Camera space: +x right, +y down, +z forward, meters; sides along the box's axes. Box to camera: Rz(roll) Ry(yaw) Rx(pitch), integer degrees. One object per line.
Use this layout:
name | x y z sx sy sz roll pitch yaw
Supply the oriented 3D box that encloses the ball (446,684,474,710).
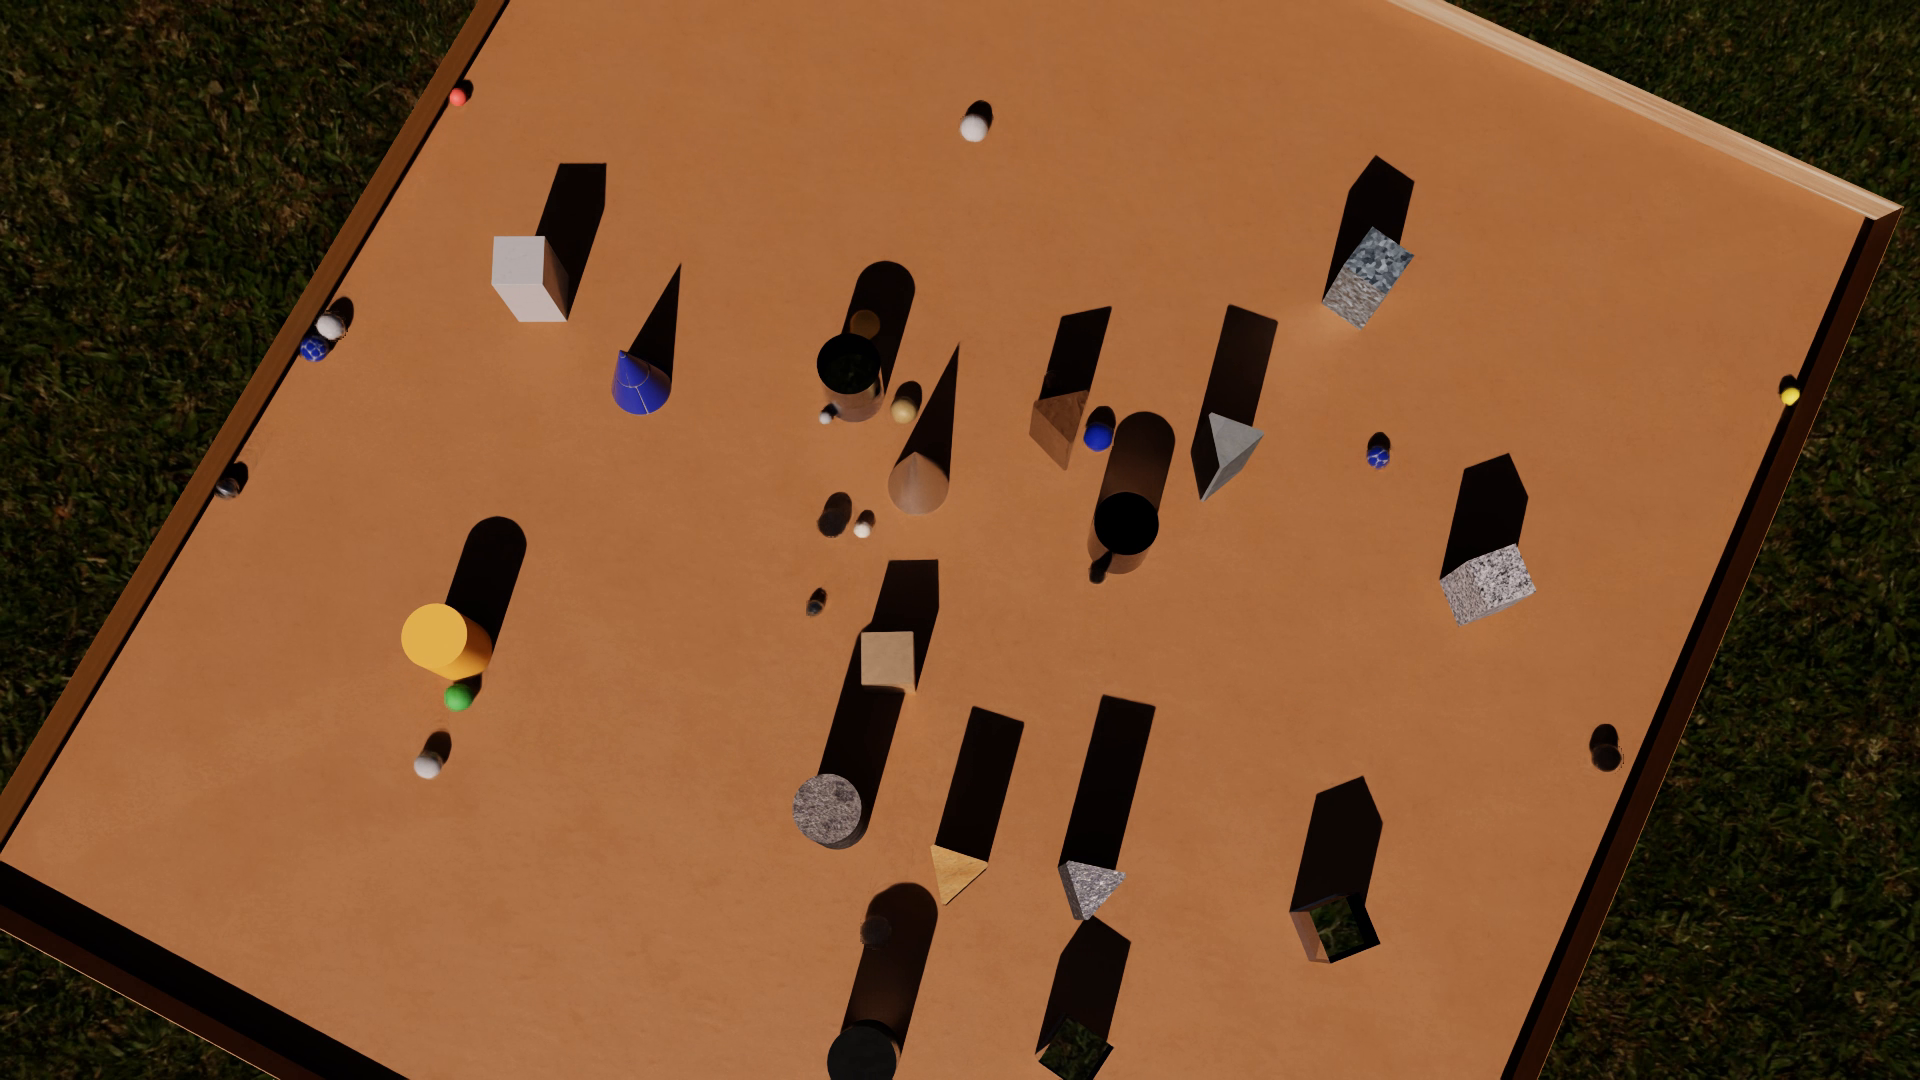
ball | -1.496 0.469 5.477 0.082 0.082 0.082 0 78 0

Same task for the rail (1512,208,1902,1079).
rail | 1.909 0.941 5.358 0.045 0.122 4.516 26 80 5

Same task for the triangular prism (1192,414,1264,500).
triangular prism | 0.762 -0.266 5.451 0.163 0.432 0.141 -39 81 -7

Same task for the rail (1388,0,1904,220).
rail | 0.999 -1.951 5.956 4.316 0.122 0.045 26 80 5

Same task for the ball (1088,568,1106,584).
ball | 0.416 0.110 5.568 0.051 0.051 0.051 0 78 0

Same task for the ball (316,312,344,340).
ball | -1.961 -0.667 5.711 0.084 0.084 0.084 0 78 0

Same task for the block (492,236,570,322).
block | -1.310 -0.795 5.604 0.151 0.346 0.151 0 78 0

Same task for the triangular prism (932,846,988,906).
triangular prism | -0.031 0.931 5.225 0.163 0.389 0.141 -41 81 -8

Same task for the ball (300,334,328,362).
ball | -2.007 -0.596 5.696 0.086 0.086 0.086 0 78 0

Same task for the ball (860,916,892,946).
ball | -0.244 1.139 5.335 0.090 0.090 0.090 0 78 0

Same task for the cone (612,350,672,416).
cone | -0.994 -0.518 5.533 0.189 0.373 0.189 0 78 0

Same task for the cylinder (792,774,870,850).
cylinder | -0.363 0.779 5.222 0.189 0.457 0.189 0 78 0

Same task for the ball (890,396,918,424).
ball | -0.173 -0.400 5.656 0.086 0.086 0.086 0 78 0

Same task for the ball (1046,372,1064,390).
ball | 0.293 -0.494 5.691 0.054 0.054 0.054 0 78 0

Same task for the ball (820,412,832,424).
ball | -0.415 -0.377 5.674 0.041 0.041 0.041 0 78 0

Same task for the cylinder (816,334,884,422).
cylinder | -0.329 -0.488 5.559 0.189 0.311 0.189 0 78 0

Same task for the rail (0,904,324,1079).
rail | -0.999 1.963 5.147 4.316 0.122 0.045 26 80 5

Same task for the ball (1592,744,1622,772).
ball | 1.918 0.646 5.440 0.084 0.084 0.084 0 78 0

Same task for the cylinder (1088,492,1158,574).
cylinder | 0.484 -0.018 5.468 0.189 0.298 0.189 0 78 0

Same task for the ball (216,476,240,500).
ball | -2.244 -0.160 5.614 0.070 0.070 0.070 0 78 0

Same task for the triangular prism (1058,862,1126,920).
triangular prism | 0.343 0.964 5.182 0.141 0.460 0.163 42 81 8

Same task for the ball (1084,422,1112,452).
ball | 0.424 -0.316 5.636 0.090 0.090 0.090 0 78 0

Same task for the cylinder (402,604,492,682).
cylinder | -1.509 0.305 5.404 0.189 0.293 0.189 0 78 0

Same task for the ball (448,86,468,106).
ball | -1.611 -1.424 5.881 0.059 0.059 0.059 0 78 0

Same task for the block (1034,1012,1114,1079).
block | 0.321 1.447 5.186 0.151 0.257 0.151 34 80 7

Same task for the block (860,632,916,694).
block | -0.211 0.365 5.420 0.151 0.236 0.151 -1 78 0

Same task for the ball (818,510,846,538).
ball | -0.390 -0.049 5.582 0.087 0.087 0.087 0 78 0

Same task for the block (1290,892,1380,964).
block | 1.065 1.105 5.227 0.151 0.315 0.151 -20 79 -4

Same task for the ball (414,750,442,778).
ball | -1.577 0.665 5.437 0.082 0.082 0.082 0 78 0

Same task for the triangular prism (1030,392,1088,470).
triangular prism | 0.322 -0.355 5.515 0.141 0.341 0.163 -42 81 -8

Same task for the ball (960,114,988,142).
ball | 0.045 -1.314 5.842 0.090 0.090 0.090 0 78 0

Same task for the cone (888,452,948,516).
cone | -0.128 -0.211 5.444 0.189 0.422 0.189 0 78 0

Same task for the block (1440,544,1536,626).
block | 1.558 0.137 5.424 0.151 0.321 0.151 -20 79 -4

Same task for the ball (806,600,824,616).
ball | -0.439 0.205 5.548 0.050 0.050 0.050 0 78 0

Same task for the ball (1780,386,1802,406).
ball | 2.575 -0.447 5.678 0.060 0.060 0.060 0 78 0

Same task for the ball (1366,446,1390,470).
ball | 1.286 -0.254 5.633 0.071 0.071 0.071 0 78 0

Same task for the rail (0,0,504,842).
rail | -1.909 -0.928 5.745 0.045 0.122 4.516 26 80 5

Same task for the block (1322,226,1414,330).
block | 1.243 -0.795 5.605 0.151 0.345 0.151 36 81 7

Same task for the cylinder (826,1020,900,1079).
cylinder | -0.266 1.449 5.134 0.189 0.357 0.189 0 78 0

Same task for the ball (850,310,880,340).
ball | -0.297 -0.669 5.707 0.094 0.094 0.094 0 78 0

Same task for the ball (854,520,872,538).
ball | -0.297 -0.032 5.595 0.054 0.054 0.054 0 78 0
